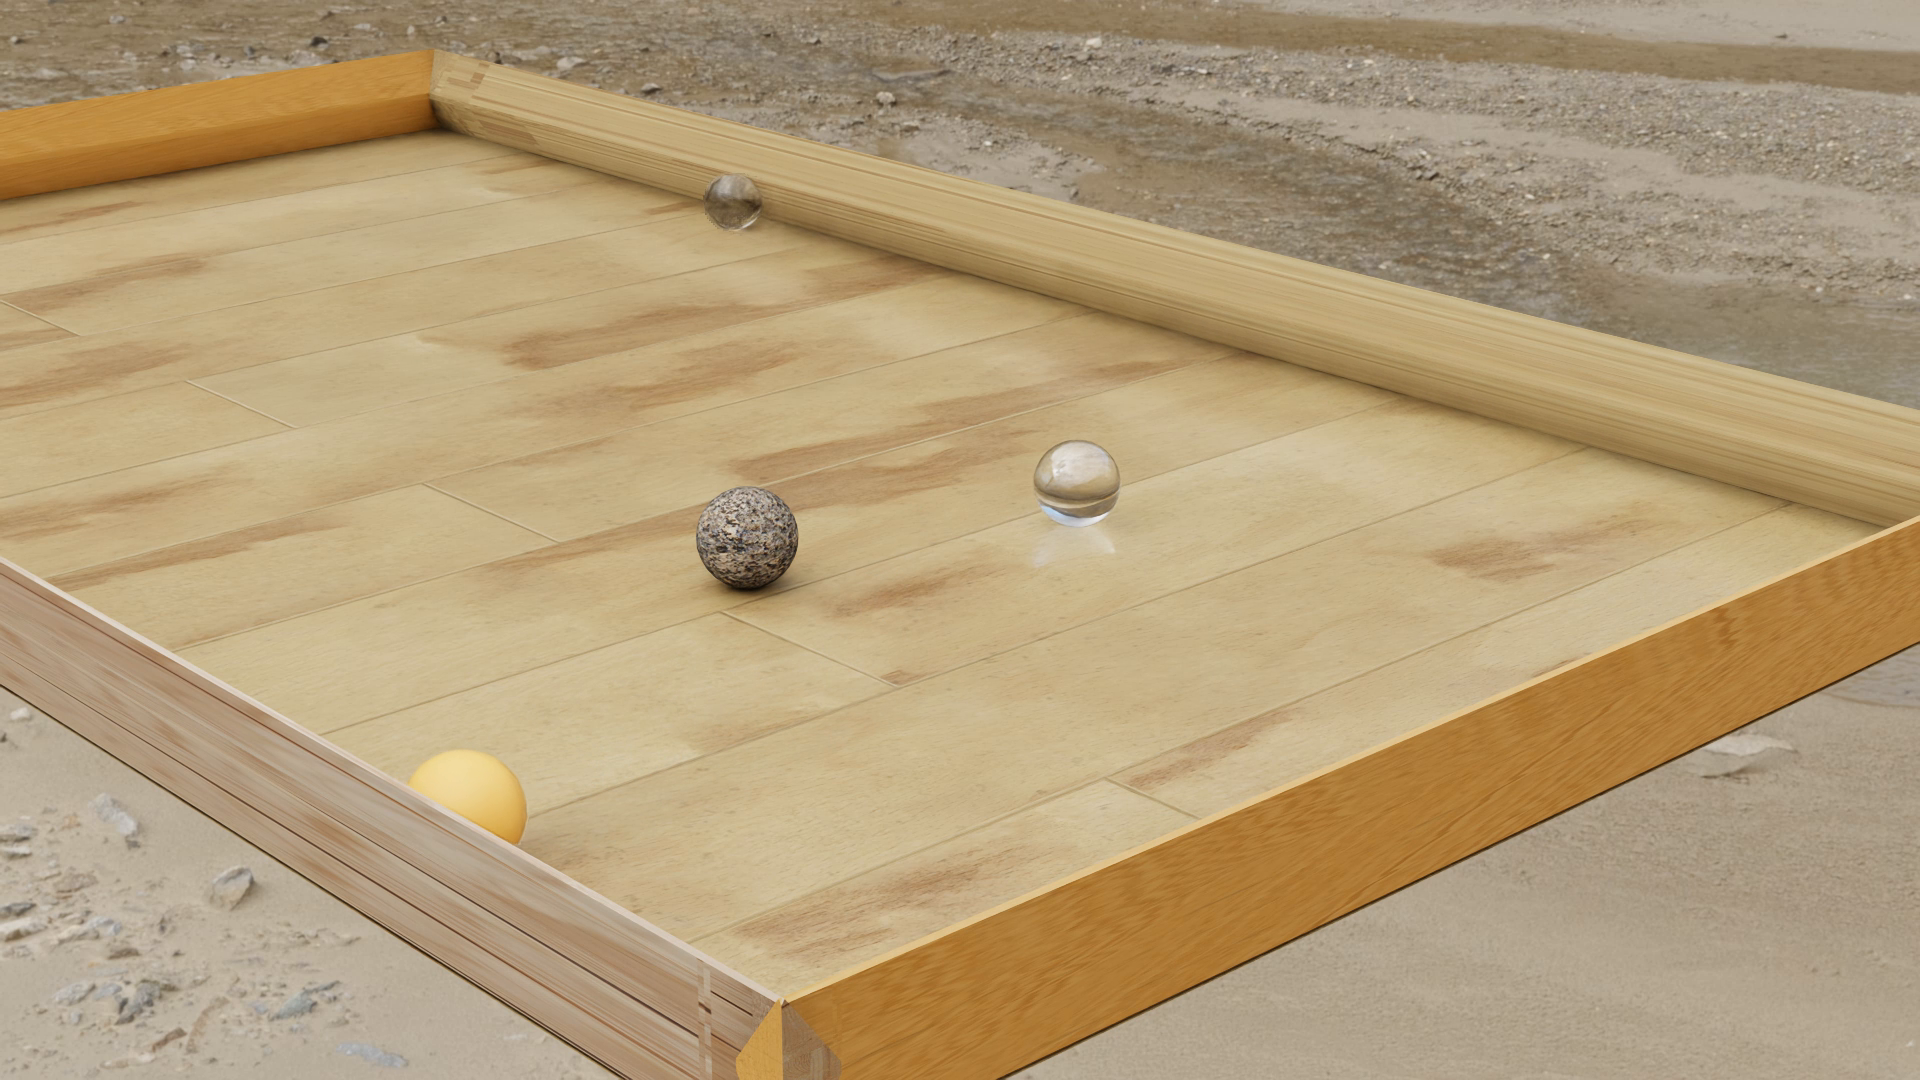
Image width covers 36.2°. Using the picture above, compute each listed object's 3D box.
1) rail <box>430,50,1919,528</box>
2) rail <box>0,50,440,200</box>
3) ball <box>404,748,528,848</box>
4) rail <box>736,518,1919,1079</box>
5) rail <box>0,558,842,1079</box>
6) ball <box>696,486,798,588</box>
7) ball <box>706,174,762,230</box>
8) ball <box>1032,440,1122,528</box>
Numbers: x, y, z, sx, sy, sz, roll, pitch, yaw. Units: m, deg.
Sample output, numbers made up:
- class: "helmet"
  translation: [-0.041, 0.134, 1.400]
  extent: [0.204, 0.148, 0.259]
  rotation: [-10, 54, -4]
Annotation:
- class: "rail"
  translation: [0.089, -0.370, 3.730]
  extent: [0.045, 0.125, 2.792]
  rotation: [-17, 26, -39]
- class: "rail"
  translation: [-1.400, -0.538, 4.197]
  extent: [1.571, 0.125, 0.045]
  rotation: [-17, 26, -39]
- class: "ball"
  translation: [-0.370, 0.203, 2.193]
  extent: [0.094, 0.094, 0.094]
  rotation: [0, 20, 0]
- class: "rail"
  translation: [0.456, 0.149, 2.295]
  extent: [1.571, 0.125, 0.045]
  rotation: [-17, 26, -39]
- class: "rail"
  translation: [-1.033, -0.020, 2.762]
  extent: [0.045, 0.125, 2.792]
  rotation: [-17, 26, -39]
- class: "ball"
  translation: [-0.199, -0.002, 2.758]
  extent: [0.096, 0.096, 0.096]
  rotation: [0, 20, 0]
- class: "ball"
  translation: [-0.314, -0.468, 4.076]
  extent: [0.077, 0.077, 0.077]
  rotation: [0, 20, 0]
- class: "ball"
  translation: [0.116, -0.056, 2.919]
  extent: [0.088, 0.088, 0.088]
  rotation: [0, 20, 0]
